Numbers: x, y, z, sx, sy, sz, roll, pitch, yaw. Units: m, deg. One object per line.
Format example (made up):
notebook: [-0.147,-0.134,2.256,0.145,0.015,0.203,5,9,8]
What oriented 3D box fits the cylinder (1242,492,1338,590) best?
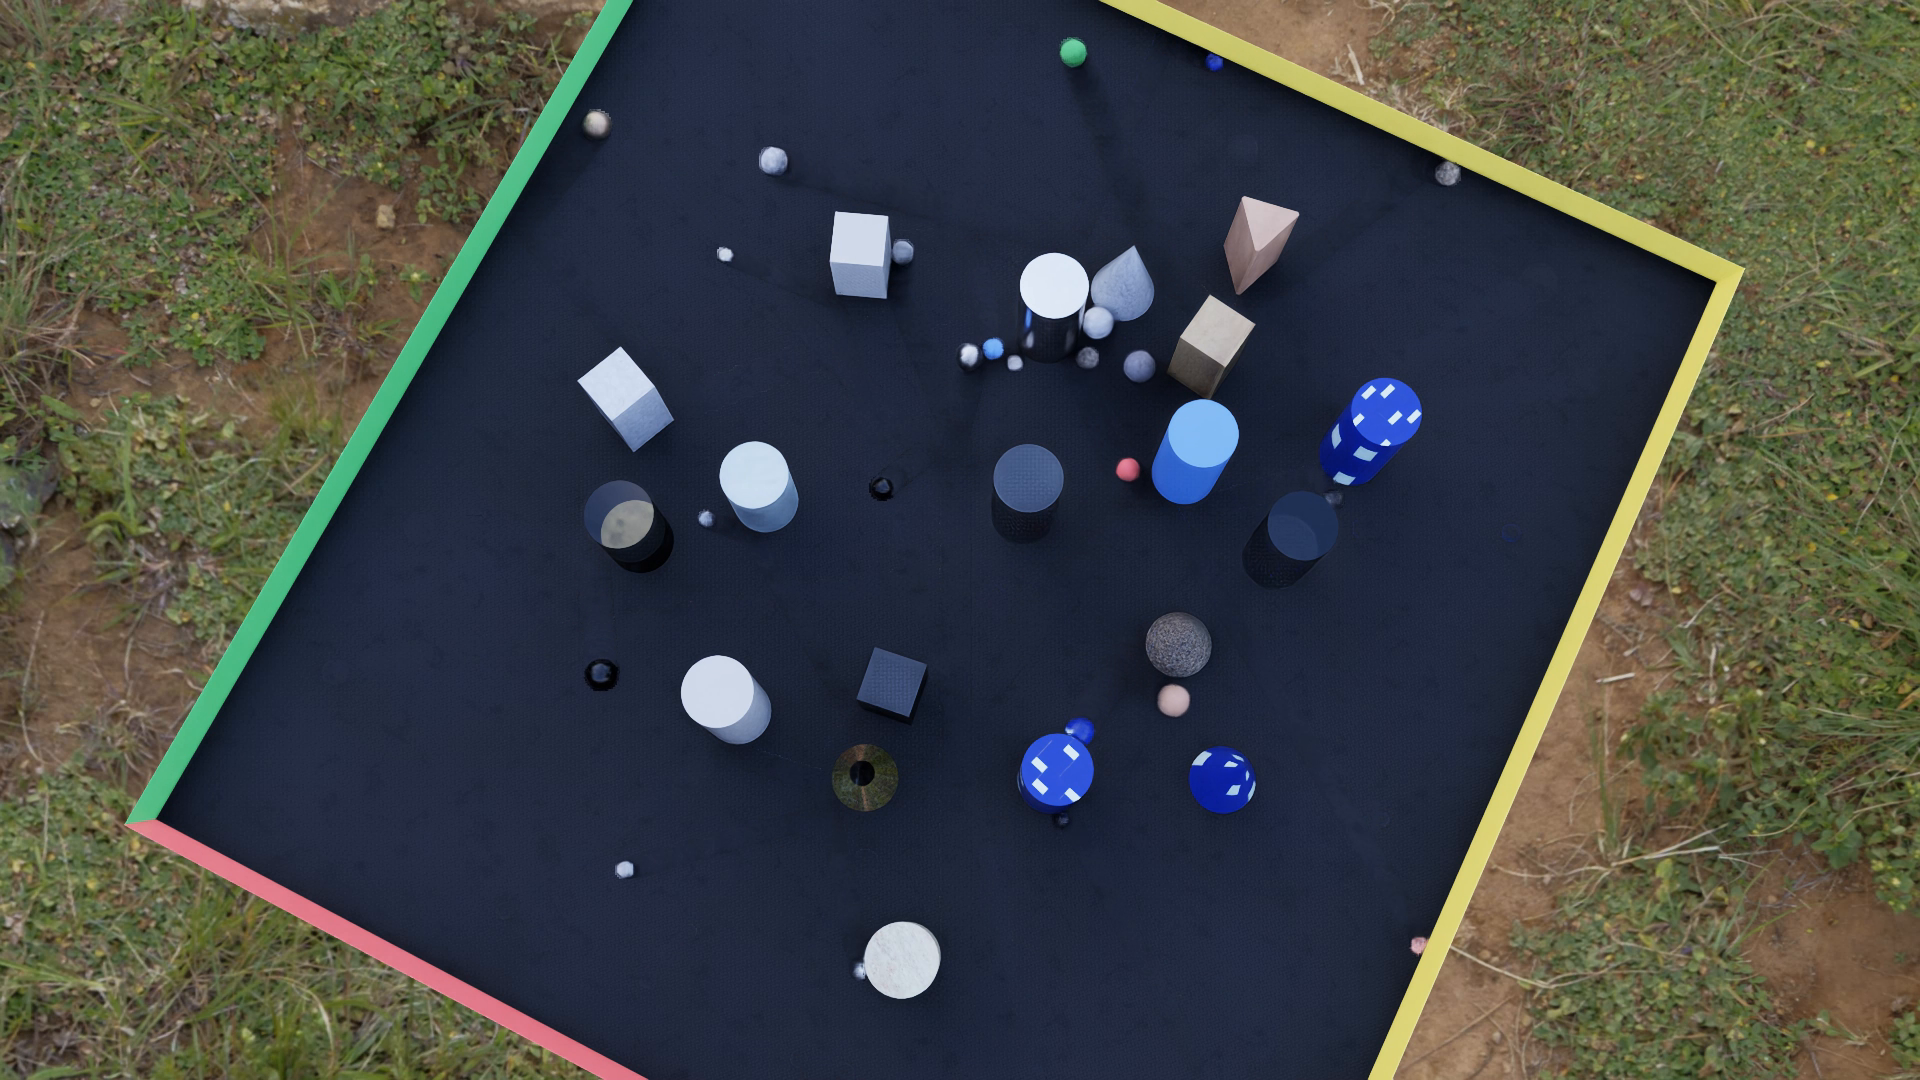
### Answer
cylinder: [0.962,0.008,5.373,0.200,0.475,0.200,0,78,0]

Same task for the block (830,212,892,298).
block: [-0.304,-0.875,5.649,0.160,0.292,0.160,5,78,1]

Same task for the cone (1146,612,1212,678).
cone: [0.663,0.278,5.365,0.200,0.380,0.200,0,78,0]

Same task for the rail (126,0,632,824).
rail: [-1.578,-0.766,5.708,0.045,0.130,3.689,26,80,5]

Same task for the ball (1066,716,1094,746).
ball: [0.356,0.569,5.454,0.088,0.088,0.088,0,78,0]

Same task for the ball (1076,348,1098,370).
ball: [0.394,-0.564,5.699,0.069,0.069,0.069,0,78,0]

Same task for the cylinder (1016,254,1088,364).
cylinder: [0.274,-0.694,5.535,0.200,0.442,0.200,0,78,0]

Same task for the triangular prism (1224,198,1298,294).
triangular prism: [0.889,-0.923,5.611,0.173,0.386,0.150,-42,81,-8]

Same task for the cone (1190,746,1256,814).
cone: [0.783,0.670,5.248,0.200,0.451,0.200,0,78,0]

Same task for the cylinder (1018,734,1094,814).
cylinder: [0.271,0.677,5.278,0.200,0.388,0.200,0,78,0]

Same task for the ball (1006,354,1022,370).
ball: [0.170,-0.553,5.706,0.049,0.049,0.049,0,78,0]

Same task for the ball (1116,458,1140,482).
ball: [0.518,-0.214,5.624,0.073,0.073,0.073,0,78,0]

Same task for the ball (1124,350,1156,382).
ball: [0.558,-0.537,5.678,0.098,0.098,0.098,0,78,0]

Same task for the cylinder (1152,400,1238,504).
cylinder: [0.691,-0.255,5.430,0.200,0.468,0.200,0,78,0]

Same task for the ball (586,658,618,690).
ball: [-1.072,0.401,5.486,0.093,0.093,0.093,0,78,0]

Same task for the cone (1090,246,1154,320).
cone: [0.513,-0.827,5.584,0.200,0.398,0.200,0,78,0]

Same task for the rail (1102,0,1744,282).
rail: [0.814,-1.588,5.878,3.576,0.130,0.045,26,80,5]

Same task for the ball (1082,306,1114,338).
ball: [0.429,-0.676,5.706,0.100,0.100,0.100,0,78,0]

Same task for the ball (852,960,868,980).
ball: [-0.287,1.248,5.329,0.058,0.058,0.058,0,78,0]

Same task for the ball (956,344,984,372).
ball: [0.030,-0.565,5.690,0.085,0.085,0.085,0,78,0]

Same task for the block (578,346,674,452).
block: [-1.001,-0.419,5.517,0.160,0.365,0.160,-40,81,-8]

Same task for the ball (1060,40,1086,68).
ball: [0.365,-1.566,5.897,0.085,0.085,0.085,0,78,0]

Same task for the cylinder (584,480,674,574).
cylinder: [-0.976,-0.035,5.430,0.200,0.380,0.200,0,78,0]

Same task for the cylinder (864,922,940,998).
cylinder: [-0.156,1.170,5.128,0.200,0.483,0.200,0,78,0]

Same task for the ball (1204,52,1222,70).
ball: [0.817,-1.542,5.907,0.057,0.057,0.057,0,78,0]

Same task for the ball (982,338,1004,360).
ball: [0.104,-0.594,5.706,0.065,0.065,0.065,0,78,0]

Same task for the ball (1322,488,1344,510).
ball: [1.141,-0.125,5.610,0.063,0.063,0.063,0,78,0]

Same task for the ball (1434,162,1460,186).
ball: [1.547,-1.163,5.818,0.078,0.078,0.078,0,78,0]

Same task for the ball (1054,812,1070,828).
ball: [0.300,0.830,5.420,0.048,0.048,0.048,0,78,0]

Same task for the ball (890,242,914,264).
ball: [-0.182,-0.903,5.766,0.074,0.074,0.074,0,78,0]

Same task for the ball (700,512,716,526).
ball: [-0.772,-0.064,5.606,0.046,0.046,0.046,0,78,0]

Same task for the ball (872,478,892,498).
ball: [-0.239,-0.159,5.616,0.065,0.065,0.065,0,78,0]

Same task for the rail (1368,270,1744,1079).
rail: [1.578,0.780,5.388,0.045,0.130,3.689,26,80,5]

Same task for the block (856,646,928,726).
block: [-0.196,0.433,5.403,0.160,0.242,0.160,18,79,4]

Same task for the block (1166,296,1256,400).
block: [0.756,-0.577,5.551,0.160,0.362,0.160,35,80,7]

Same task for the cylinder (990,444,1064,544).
cylinder: [0.194,-0.129,5.413,0.200,0.451,0.200,0,78,0]

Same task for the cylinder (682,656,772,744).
cylinder: [-0.667,0.466,5.274,0.200,0.483,0.200,0,78,0]

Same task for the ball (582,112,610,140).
ball: [-1.159,-1.320,5.844,0.090,0.090,0.090,0,78,0]

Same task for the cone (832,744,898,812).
cone: [-0.283,0.679,5.321,0.200,0.305,0.200,0,78,0]

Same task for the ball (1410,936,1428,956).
ball: [1.342,1.183,5.344,0.053,0.053,0.053,0,78,0]

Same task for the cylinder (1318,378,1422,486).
cylinder: [1.210,-0.315,5.435,0.200,0.484,0.200,0,78,0]

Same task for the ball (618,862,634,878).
ball: [-0.983,0.970,5.391,0.049,0.049,0.049,0,78,0]

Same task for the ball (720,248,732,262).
ball: [-0.738,-0.899,5.781,0.043,0.043,0.043,0,78,0]

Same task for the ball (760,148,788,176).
ball: [-0.589,-1.202,5.821,0.088,0.088,0.088,0,78,0]

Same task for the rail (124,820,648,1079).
rail: [-0.814,1.602,5.218,3.576,0.130,0.045,26,80,5]

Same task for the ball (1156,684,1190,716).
ball: [0.636,0.478,5.468,0.098,0.098,0.098,0,78,0]

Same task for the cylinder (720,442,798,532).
cylinder: [-0.597,-0.155,5.478,0.200,0.335,0.200,0,78,0]
